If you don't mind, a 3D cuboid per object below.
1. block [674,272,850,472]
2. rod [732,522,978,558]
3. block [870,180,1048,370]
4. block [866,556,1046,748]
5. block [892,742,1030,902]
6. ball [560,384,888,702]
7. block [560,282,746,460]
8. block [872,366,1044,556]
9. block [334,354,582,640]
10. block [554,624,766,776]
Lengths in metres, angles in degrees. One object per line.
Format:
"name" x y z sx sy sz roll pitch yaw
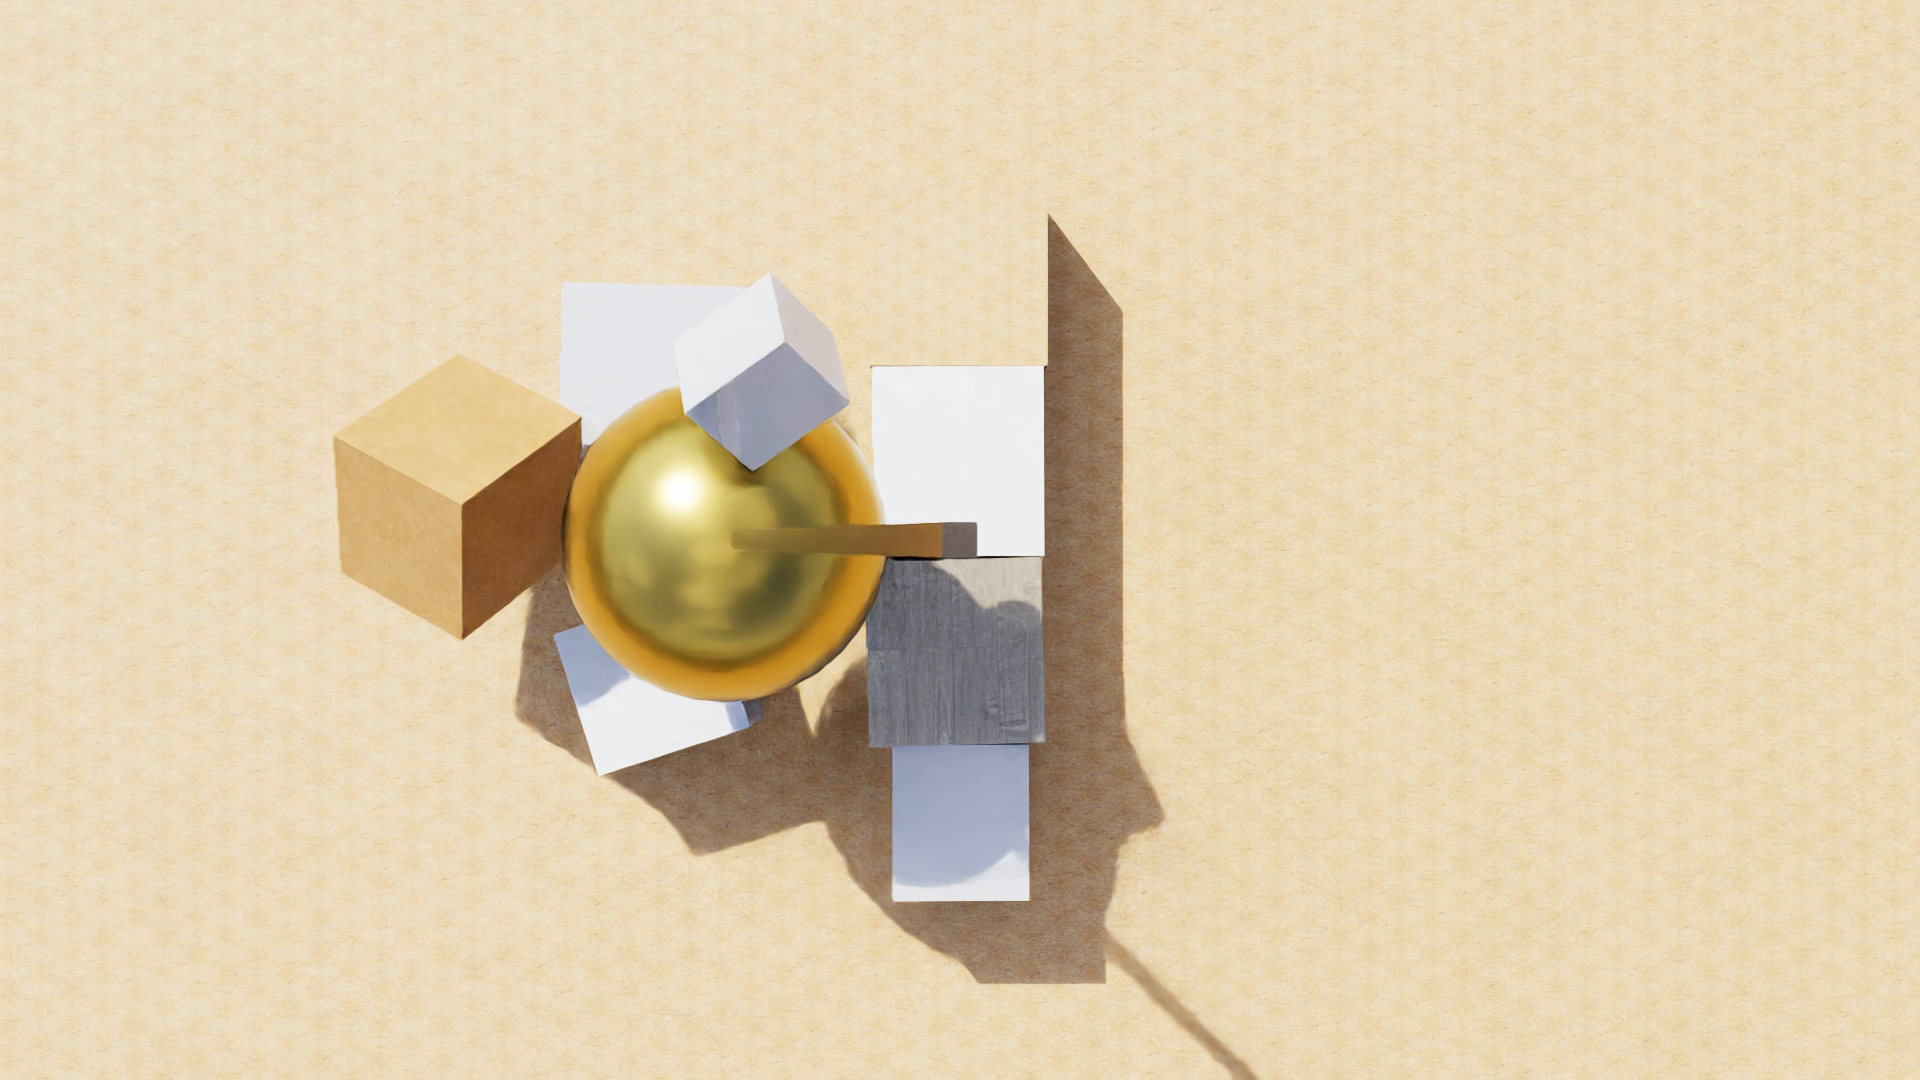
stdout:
"block" -0.900 -0.758 9.952 0.570 0.520 0.476 -33 131 16
"rod" -0.501 0.000 7.487 0.080 5.200 0.080 0 90 -11
"block" -0.007 -1.474 12.559 0.980 0.883 1.025 0 90 0
"block" -0.025 0.613 12.513 0.966 0.974 1.015 -2 90 0
"block" 0.005 1.559 12.558 0.752 0.884 0.859 0 90 0
"ball" -1.155 0.000 10.823 1.600 1.600 1.600 0 90 0
"block" -1.664 -0.851 12.482 0.996 0.990 1.082 2 90 3
"block" -0.009 -0.433 12.538 0.939 0.925 1.043 0 90 0
"block" -2.651 -0.239 11.678 0.833 0.951 0.931 27 133 18
"block" -1.703 0.778 12.590 0.885 0.804 0.824 -18 90 1
